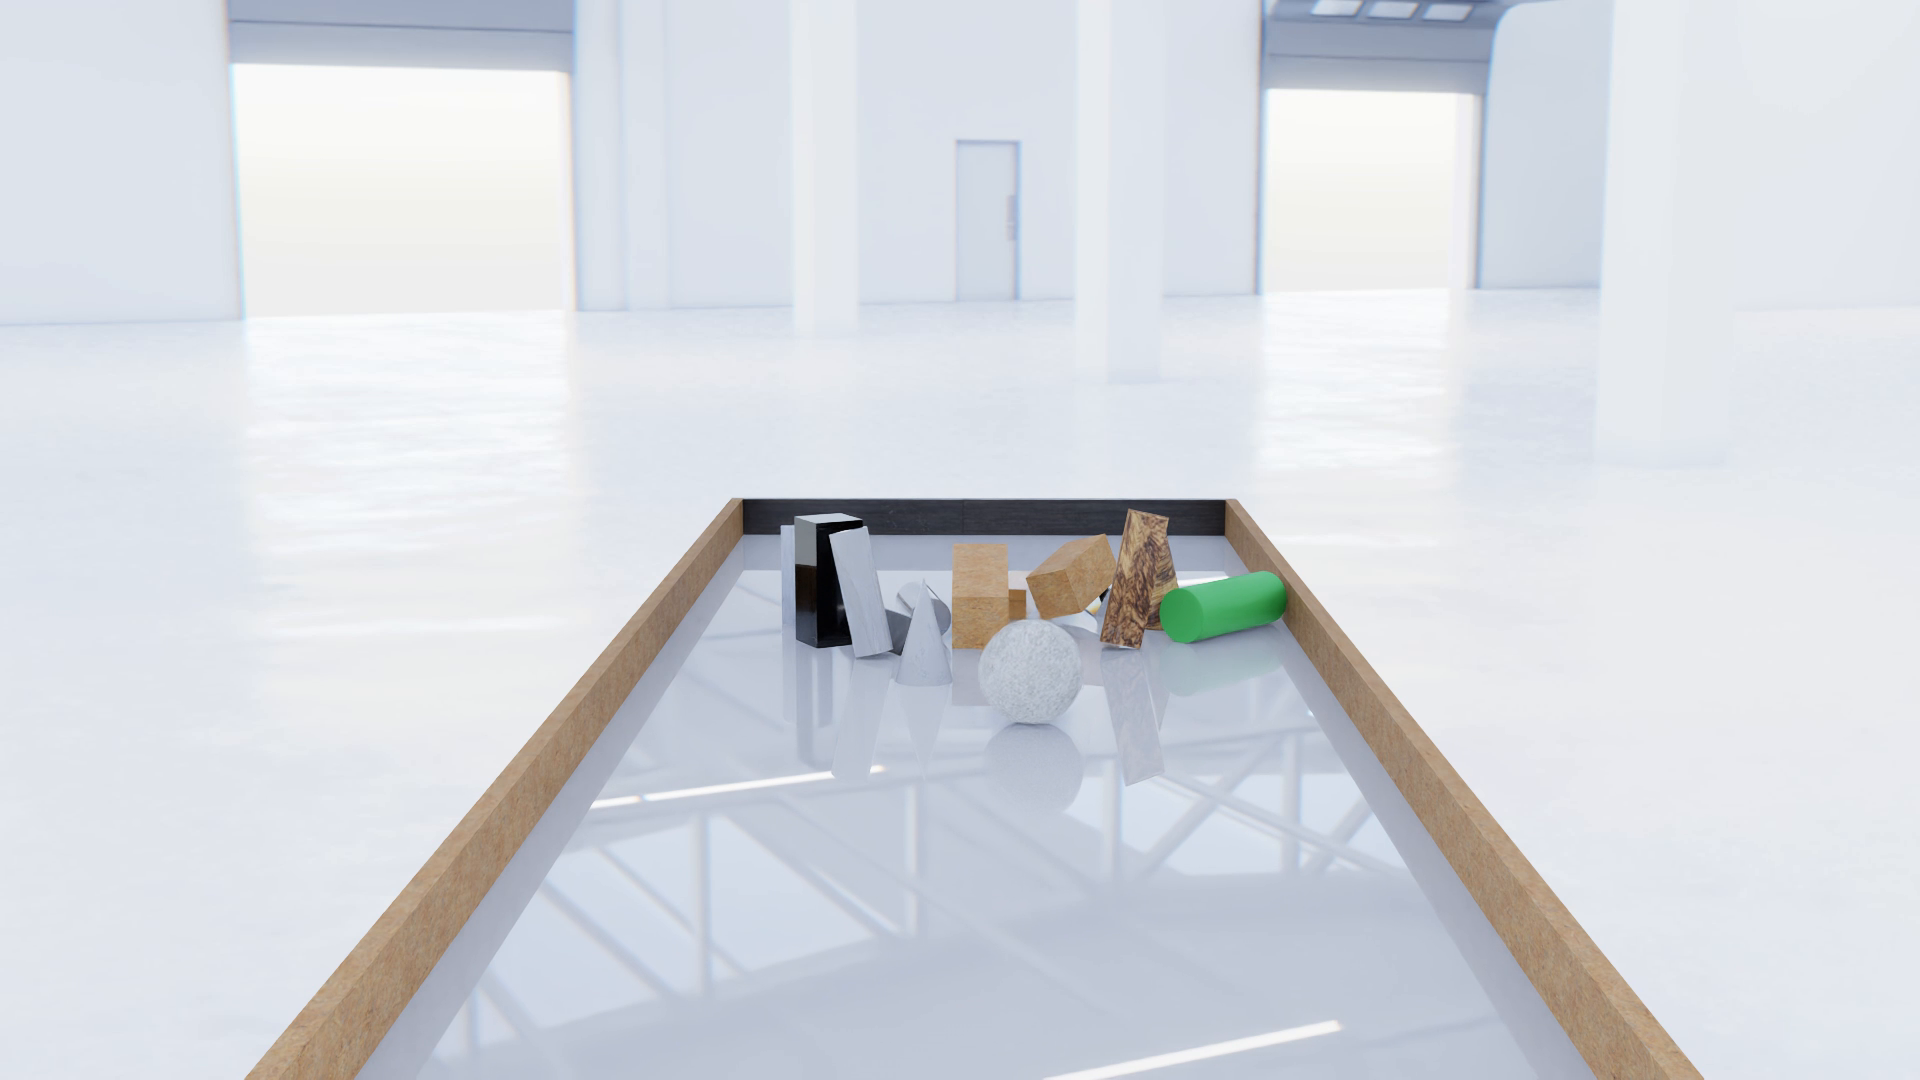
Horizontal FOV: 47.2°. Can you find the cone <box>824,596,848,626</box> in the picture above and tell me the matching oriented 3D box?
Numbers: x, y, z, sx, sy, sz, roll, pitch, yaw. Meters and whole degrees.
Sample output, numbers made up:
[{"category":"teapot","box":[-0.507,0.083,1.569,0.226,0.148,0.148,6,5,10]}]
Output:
[{"category":"cone","box":[-0.452,0.235,7.366,0.103,0.103,0.342,-5,2,-29]}]

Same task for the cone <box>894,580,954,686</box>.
[{"category":"cone","box":[-0.105,0.258,6.403,0.174,0.307,0.174,0,9,0]}]

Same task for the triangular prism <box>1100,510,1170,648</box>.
[{"category":"triangular prism","box":[0.520,0.115,6.883,0.143,0.420,0.123,11,2,-23]}]

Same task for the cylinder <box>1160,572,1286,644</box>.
[{"category":"cylinder","box":[0.854,0.214,7.108,0.174,0.174,0.456,8,12,42]}]

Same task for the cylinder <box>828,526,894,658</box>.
[{"category":"cylinder","box":[-0.303,0.158,6.734,0.120,0.383,0.120,-12,3,1]}]

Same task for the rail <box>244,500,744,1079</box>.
[{"category":"rail","box":[-1.004,0.839,3.234,0.050,0.150,12.000,0,9,1]}]

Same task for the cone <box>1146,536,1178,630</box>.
[{"category":"cone","box":[0.662,0.101,7.208,0.176,0.364,0.176,0,9,0]}]

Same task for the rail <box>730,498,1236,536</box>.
[{"category":"rail","box":[0.099,-0.098,9.147,2.100,0.150,0.050,0,9,1]}]

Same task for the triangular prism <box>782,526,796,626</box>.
[{"category":"triangular prism","box":[-0.498,0.117,7.230,0.119,0.326,0.137,-7,11,-37]}]

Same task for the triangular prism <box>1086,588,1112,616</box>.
[{"category":"triangular prism","box":[0.467,0.176,7.591,0.106,0.092,0.432,-2,9,-10]}]

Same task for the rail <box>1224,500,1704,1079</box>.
[{"category":"rail","box":[1.046,0.843,3.208,0.050,0.150,12.000,0,9,1]}]

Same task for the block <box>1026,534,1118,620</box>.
[{"category":"block","box":[0.382,0.123,7.383,0.157,0.157,0.319,-13,15,34]}]

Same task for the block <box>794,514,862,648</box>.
[{"category":"block","box":[-0.414,0.127,6.945,0.161,0.396,0.161,-5,10,-28]}]

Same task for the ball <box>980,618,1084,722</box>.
[{"category":"ball","box":[0.193,0.351,5.902,0.280,0.280,0.280,0,9,0]}]

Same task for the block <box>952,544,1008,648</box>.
[{"category":"block","box":[0.065,0.176,7.030,0.176,0.176,0.429,0,23,0]}]

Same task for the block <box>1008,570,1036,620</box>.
[{"category":"block","box":[0.202,0.186,7.512,0.101,0.101,0.363,2,9,10]}]

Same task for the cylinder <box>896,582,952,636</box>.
[{"category":"cylinder","box":[-0.121,0.227,7.152,0.133,0.133,0.315,-2,9,-10]}]
